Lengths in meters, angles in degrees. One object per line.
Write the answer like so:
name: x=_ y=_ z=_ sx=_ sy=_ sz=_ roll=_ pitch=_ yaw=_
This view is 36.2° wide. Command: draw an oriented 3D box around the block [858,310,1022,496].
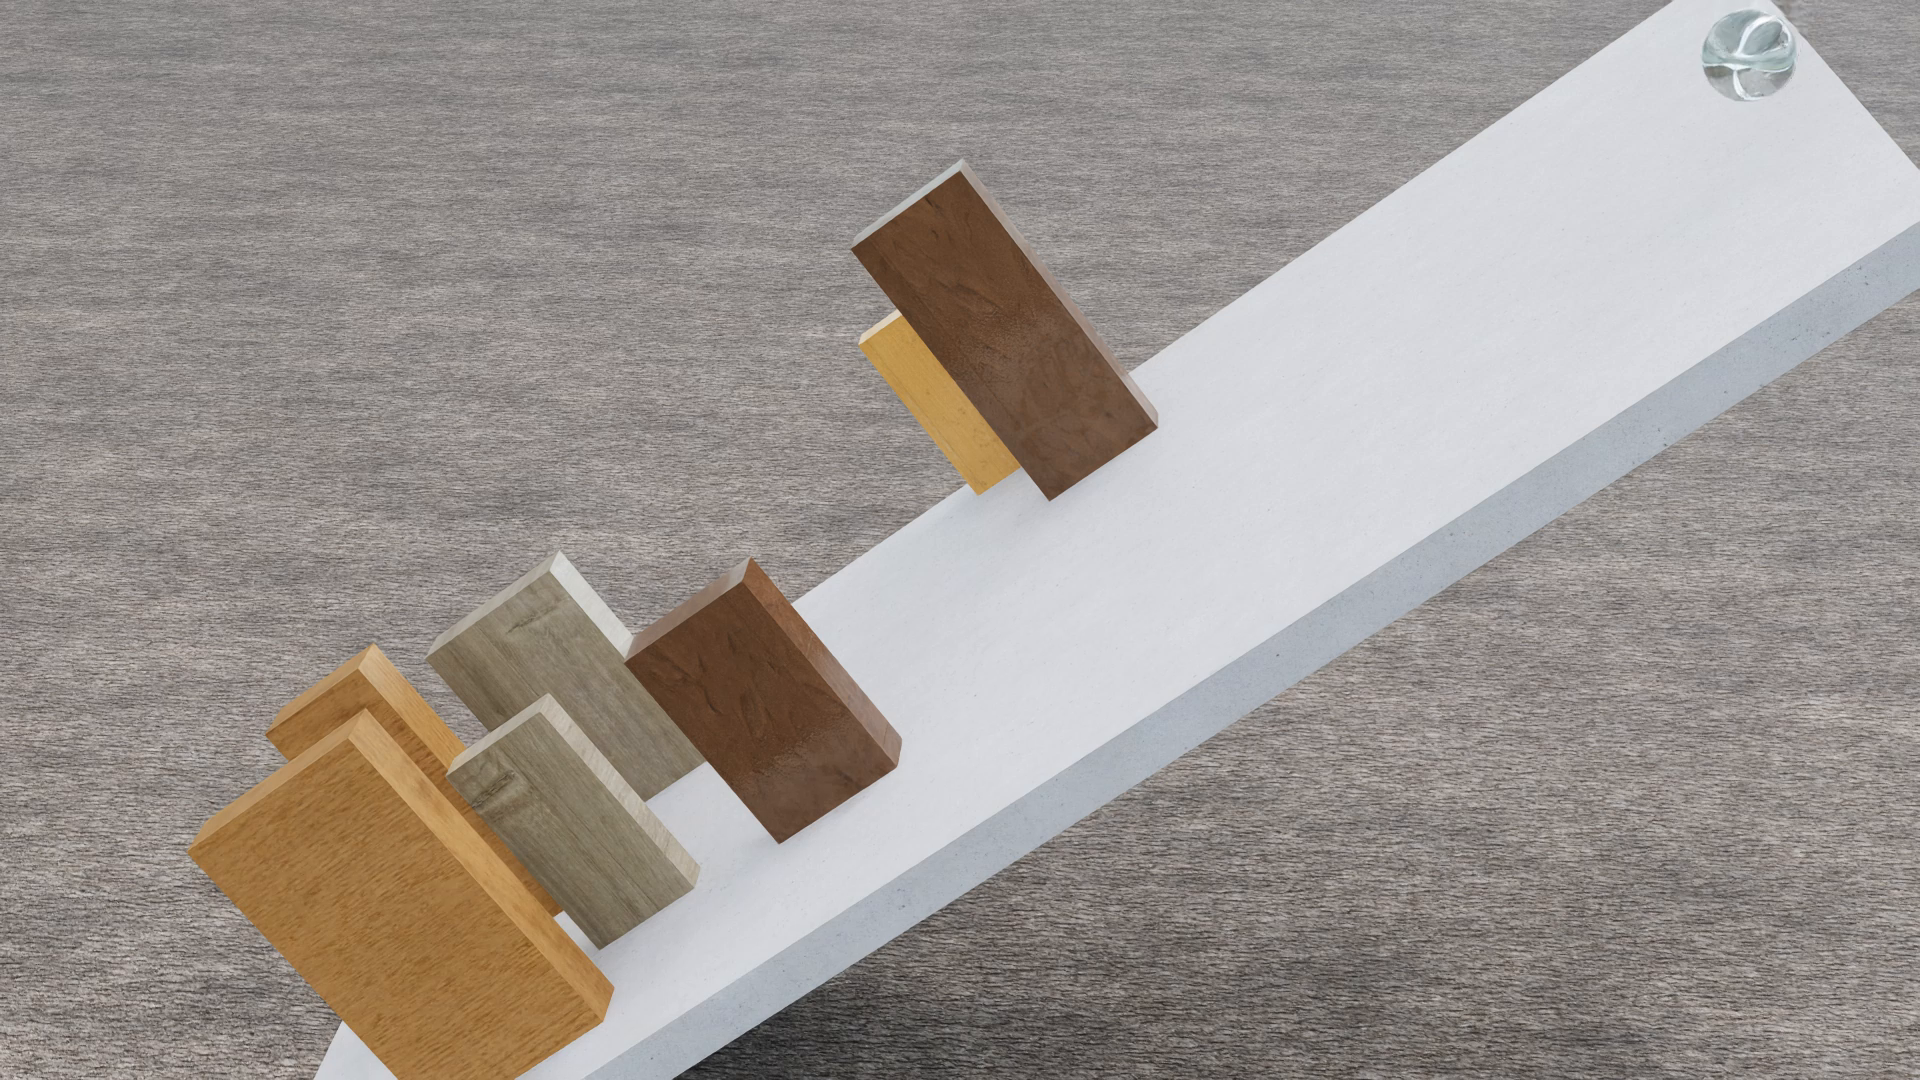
block: x=0.065 y=-0.409 z=7.047 sx=0.407 sy=0.475 sz=0.083 roll=-34 pitch=16 yaw=16

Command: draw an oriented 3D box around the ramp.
ramp: x=0.129 y=0.179 z=6.321 sx=4.000 sy=0.100 sz=2.000 roll=-34 pitch=16 yaw=16

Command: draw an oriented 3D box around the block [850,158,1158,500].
block: x=0.105 y=-0.467 z=6.619 sx=0.305 sy=0.741 sz=0.101 roll=-34 pitch=16 yaw=16

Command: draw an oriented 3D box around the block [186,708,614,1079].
block: x=-1.107 y=0.759 z=5.857 sx=0.431 sy=0.769 sz=0.132 roll=-34 pitch=16 yaw=16

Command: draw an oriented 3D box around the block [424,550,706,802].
block: x=-0.901 y=0.367 z=6.845 sx=0.380 sy=0.582 sz=0.119 roll=-34 pitch=16 yaw=16

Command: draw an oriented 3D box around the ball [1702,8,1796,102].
ball: x=1.486 y=-0.913 z=5.541 sx=0.173 sy=0.173 sz=0.173 roll=0 pitch=23 yaw=0

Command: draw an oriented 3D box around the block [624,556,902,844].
block: x=-0.395 y=0.327 z=5.960 sx=0.307 sy=0.502 sz=0.128 roll=-34 pitch=16 yaw=16

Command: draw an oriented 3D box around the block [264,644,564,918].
block: x=-1.199 y=0.600 z=6.600 sx=0.279 sy=0.722 sz=0.135 roll=-34 pitch=16 yaw=16

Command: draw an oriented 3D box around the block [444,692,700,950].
block: x=-0.806 y=0.591 z=6.147 sx=0.261 sy=0.502 sz=0.089 roll=-34 pitch=16 yaw=16
